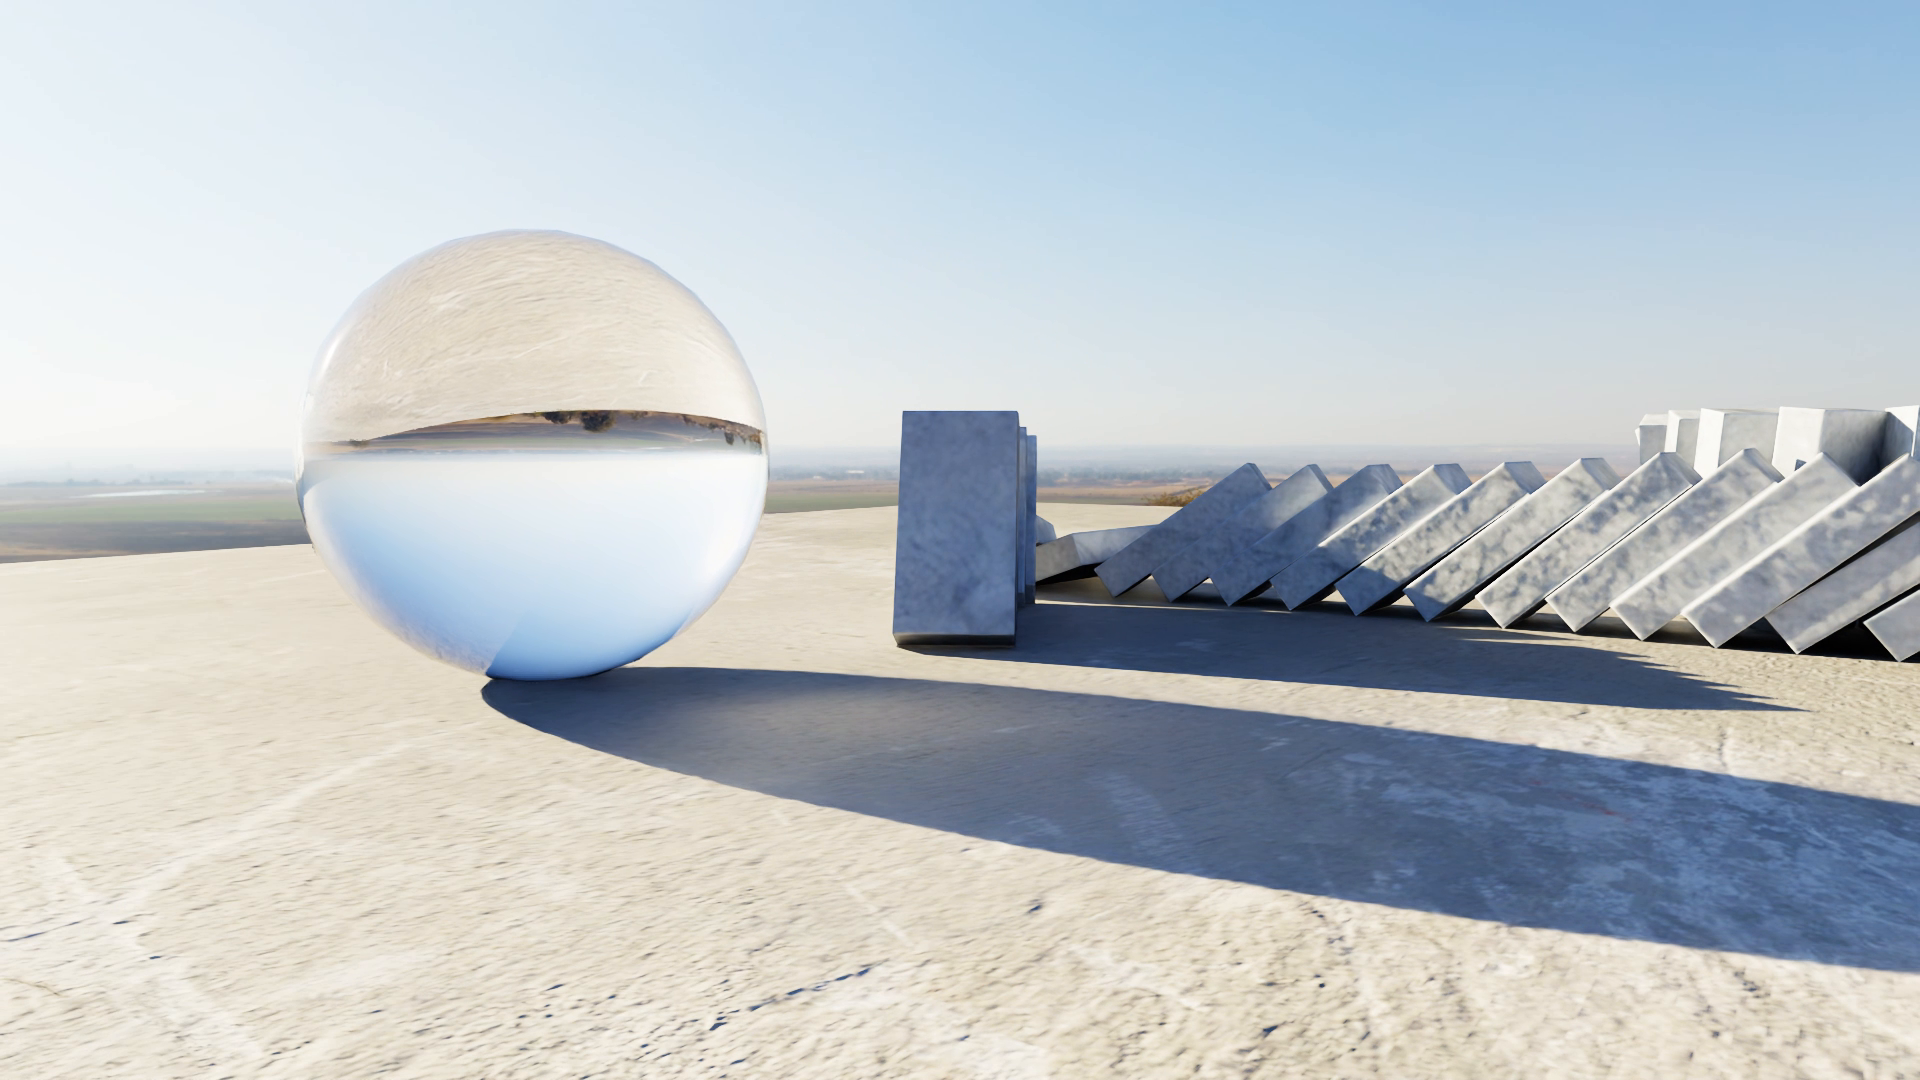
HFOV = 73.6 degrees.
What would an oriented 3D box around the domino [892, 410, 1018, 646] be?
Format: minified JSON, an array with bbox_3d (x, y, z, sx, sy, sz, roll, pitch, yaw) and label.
[{"bbox_3d":[0.000,-0.003,0.274,0.025,0.050,0.010,0,-19,4],"label":"domino"}]

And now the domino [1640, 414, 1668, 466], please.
[{"bbox_3d":[0.192,-0.008,0.334,0.025,0.050,0.010,3,24,37],"label":"domino"}]

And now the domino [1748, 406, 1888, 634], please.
[{"bbox_3d":[0.193,-0.004,0.289,0.025,0.050,0.009,-2,10,-28],"label":"domino"}]

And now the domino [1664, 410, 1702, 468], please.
[{"bbox_3d":[0.189,-0.007,0.319,0.025,0.050,0.009,1,19,15],"label":"domino"}]

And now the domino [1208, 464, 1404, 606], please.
[{"bbox_3d":[0.092,-0.001,0.337,0.050,0.010,0.025,-39,-15,26],"label":"domino"}]

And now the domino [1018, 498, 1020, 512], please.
[{"bbox_3d":[0.002,-0.007,0.326,0.025,0.050,0.010,0,-19,4],"label":"domino"}]

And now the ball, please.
[{"bbox_3d":[-0.074,-0.015,0.229,0.080,0.080,0.080,0,4,0],"label":"ball"}]

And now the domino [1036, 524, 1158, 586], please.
[{"bbox_3d":[0.038,0.005,0.387,0.025,0.009,0.050,-22,-10,36],"label":"domino"}]

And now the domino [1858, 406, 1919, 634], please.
[{"bbox_3d":[0.207,-0.004,0.279,0.009,0.050,0.025,5,6,22],"label":"domino"}]

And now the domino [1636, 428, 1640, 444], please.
[{"bbox_3d":[0.203,-0.008,0.347,0.009,0.050,0.025,-25,12,-17],"label":"domino"}]

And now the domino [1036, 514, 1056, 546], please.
[{"bbox_3d":[0.014,0.002,0.386,0.025,0.009,0.050,-18,-8,10],"label":"domino"}]

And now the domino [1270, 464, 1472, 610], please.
[{"bbox_3d":[0.105,-0.001,0.327,0.050,0.010,0.025,-40,-18,29],"label":"domino"}]

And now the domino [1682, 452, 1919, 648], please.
[{"bbox_3d":[0.177,0.002,0.267,0.050,0.009,0.025,-47,-22,29],"label":"domino"}]

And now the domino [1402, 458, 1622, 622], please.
[{"bbox_3d":[0.132,0.000,0.305,0.050,0.009,0.025,-44,-22,30],"label":"domino"}]

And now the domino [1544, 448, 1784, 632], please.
[{"bbox_3d":[0.156,0.000,0.285,0.025,0.009,0.050,-7,-34,-53],"label":"domino"}]

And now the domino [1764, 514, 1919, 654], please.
[{"bbox_3d":[0.190,0.004,0.259,0.050,0.010,0.025,-43,-21,30],"label":"domino"}]

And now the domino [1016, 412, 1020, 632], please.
[{"bbox_3d":[0.001,-0.004,0.295,0.025,0.050,0.010,0,-19,4],"label":"domino"}]

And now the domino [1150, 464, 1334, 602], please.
[{"bbox_3d":[0.077,-0.002,0.348,0.050,0.010,0.025,-37,-9,19],"label":"domino"}]

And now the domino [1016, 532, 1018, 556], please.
[{"bbox_3d":[0.000,-0.004,0.285,0.025,0.050,0.010,0,-19,4],"label":"domino"}]

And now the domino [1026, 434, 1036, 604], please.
[{"bbox_3d":[0.008,-0.006,0.353,0.025,0.050,0.010,0,-34,4],"label":"domino"}]

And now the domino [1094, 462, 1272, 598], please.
[{"bbox_3d":[0.062,-0.003,0.354,0.050,0.010,0.025,-36,-8,16],"label":"domino"}]

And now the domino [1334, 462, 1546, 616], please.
[{"bbox_3d":[0.119,0.000,0.316,0.050,0.010,0.025,-43,-21,31],"label":"domino"}]

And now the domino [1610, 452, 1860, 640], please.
[{"bbox_3d":[0.167,0.001,0.276,0.050,0.009,0.025,-47,-22,28],"label":"domino"}]

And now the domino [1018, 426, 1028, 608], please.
[{"bbox_3d":[0.005,-0.007,0.340,0.025,0.050,0.010,0,-29,4],"label":"domino"}]

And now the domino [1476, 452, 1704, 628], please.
[{"bbox_3d":[0.145,0.000,0.295,0.025,0.009,0.050,-6,-35,-53],"label":"domino"}]

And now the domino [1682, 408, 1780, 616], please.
[{"bbox_3d":[0.188,-0.006,0.304,0.025,0.050,0.010,0,13,1],"label":"domino"}]

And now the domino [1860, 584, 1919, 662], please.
[{"bbox_3d":[0.204,0.004,0.251,0.050,0.009,0.025,-42,-18,27],"label":"domino"}]
